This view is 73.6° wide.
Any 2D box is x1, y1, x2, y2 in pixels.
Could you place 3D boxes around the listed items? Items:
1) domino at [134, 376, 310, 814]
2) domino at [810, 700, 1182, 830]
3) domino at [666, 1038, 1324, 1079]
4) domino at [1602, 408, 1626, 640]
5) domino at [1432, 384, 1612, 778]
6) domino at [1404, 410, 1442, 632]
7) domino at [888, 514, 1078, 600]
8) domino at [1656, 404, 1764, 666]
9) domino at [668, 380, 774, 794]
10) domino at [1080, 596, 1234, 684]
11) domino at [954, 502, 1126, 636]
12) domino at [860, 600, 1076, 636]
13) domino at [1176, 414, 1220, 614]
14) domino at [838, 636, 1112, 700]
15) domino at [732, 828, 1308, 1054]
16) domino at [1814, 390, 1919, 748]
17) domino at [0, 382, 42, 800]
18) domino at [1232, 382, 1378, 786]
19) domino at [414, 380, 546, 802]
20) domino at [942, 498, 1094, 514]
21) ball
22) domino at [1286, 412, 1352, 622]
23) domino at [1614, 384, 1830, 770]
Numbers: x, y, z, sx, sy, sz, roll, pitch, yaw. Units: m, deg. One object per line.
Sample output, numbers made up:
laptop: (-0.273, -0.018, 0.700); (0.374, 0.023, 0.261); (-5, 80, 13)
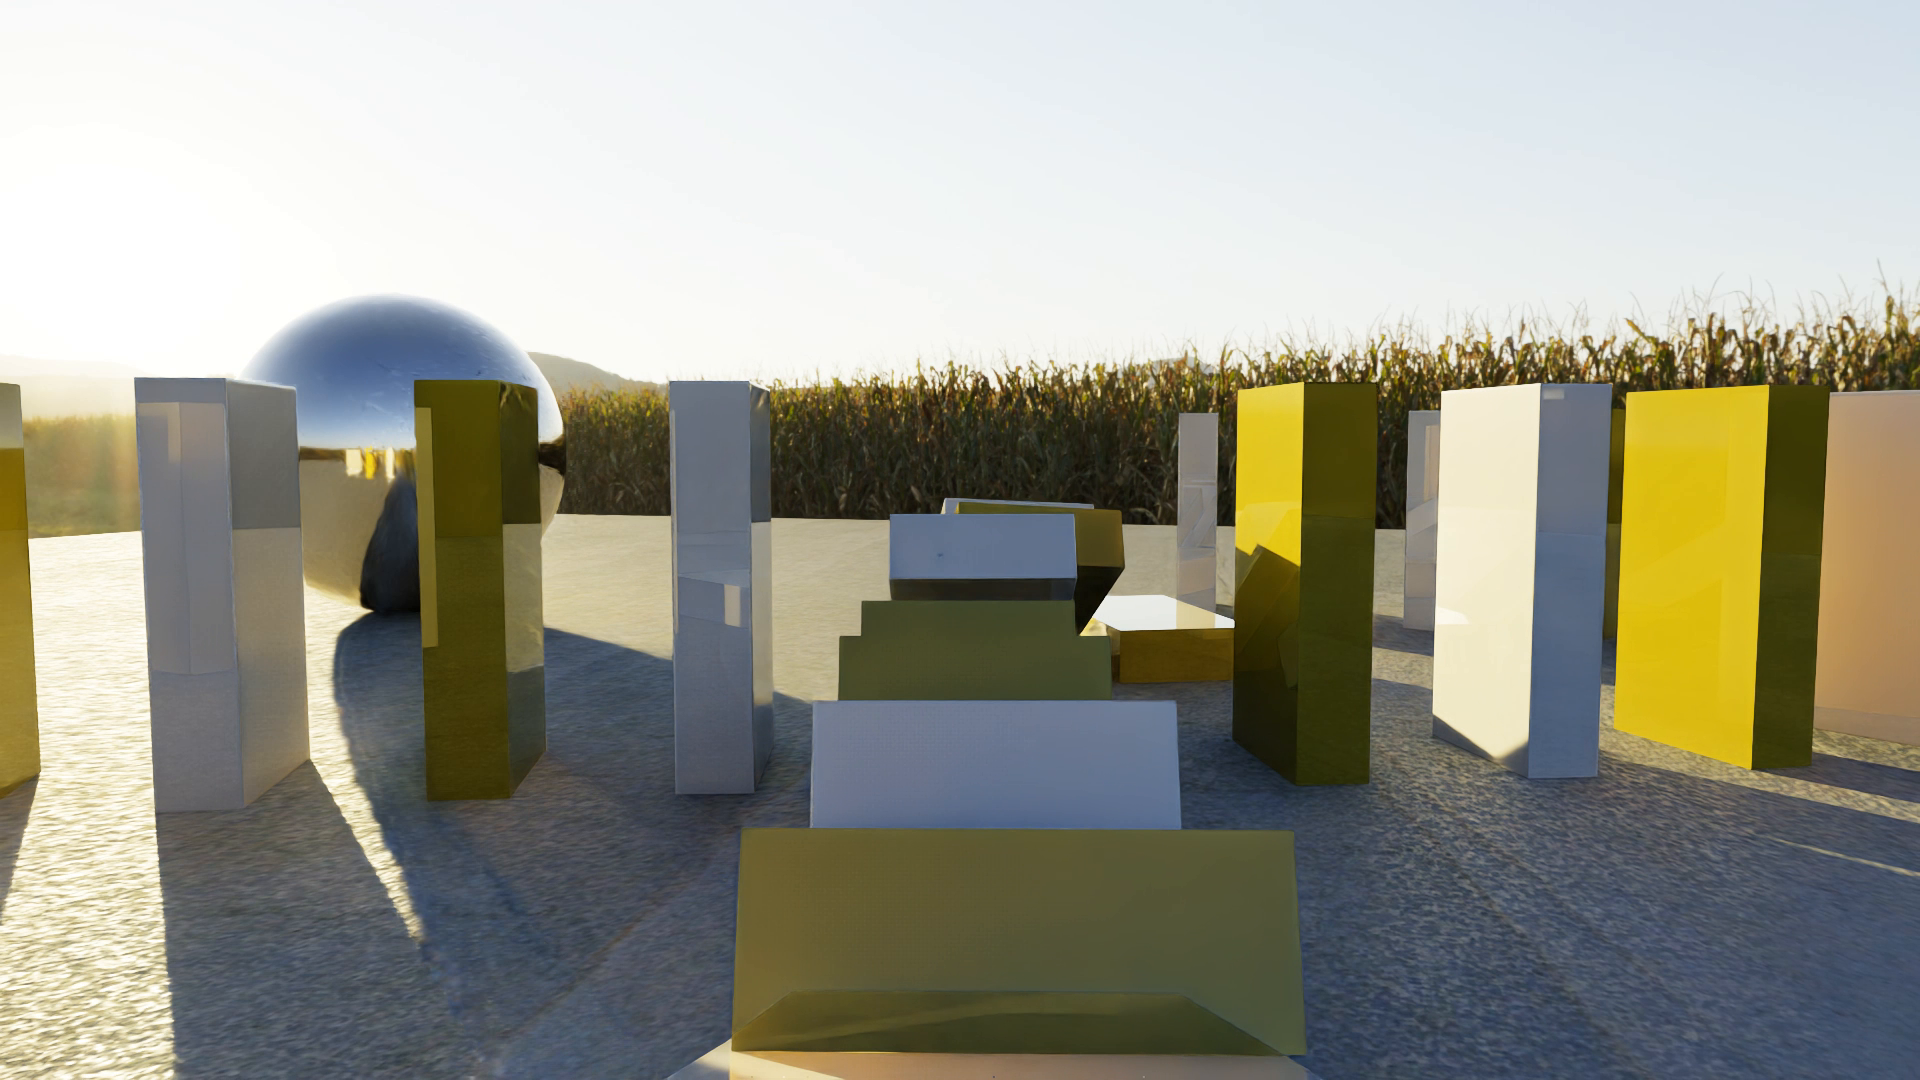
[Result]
domino: (-0.091, 0.006, 0.159); (0.009, 0.050, 0.025); (-1, 4, -11)
domino: (0.002, 0.022, 0.111); (0.025, 0.009, 0.050); (0, -14, 0)
domino: (0.002, 0.026, 0.051); (0.025, 0.009, 0.050); (0, -15, 1)
domino: (0.136, -0.003, 0.280); (0.025, 0.050, 0.010); (-4, 6, -39)
domino: (0.075, 0.004, 0.174); (0.009, 0.050, 0.025); (-1, 4, -7)
domino: (0.114, -0.005, 0.301); (0.010, 0.050, 0.025); (4, 6, 40)
domino: (0.003, 0.011, 0.195); (0.025, 0.009, 0.050); (0, -25, -1)
domino: (0.152, -0.002, 0.254); (0.025, 0.050, 0.010); (-2, 5, -25)
domino: (-0.030, 0.005, 0.167); (0.010, 0.050, 0.025); (0, 4, -3)
domino: (0.036, 0.019, 0.254); (0.025, 0.010, 0.050); (-1, 4, -10)
domino: (0.008, 0.010, 0.214); (0.025, 0.009, 0.050); (3, -25, -8)
domino: (0.001, 0.017, 0.174); (0.025, 0.010, 0.050); (0, -13, -1)
domino: (0.061, -0.007, 0.329); (0.010, 0.050, 0.025); (1, 4, 12)
domino: (0.001, 0.020, 0.141); (0.025, 0.010, 0.050); (0, -14, 0)
domino: (0.003, 0.024, 0.081); (0.025, 0.009, 0.050); (0, -15, 1)
domino: (0.133, 0.003, 0.190); (0.010, 0.050, 0.025); (-3, 5, -31)
domino: (-0.120, 0.006, 0.152); (0.009, 0.050, 0.025); (-2, 5, -19)
domino: (0.045, 0.005, 0.171); (0.010, 0.050, 0.025); (0, 4, -6)
domino: (-0.061, 0.005, 0.164); (0.010, 0.050, 0.025); (-1, 4, -8)
domino: (0.007, 0.008, 0.234); (0.025, 0.009, 0.050); (2, -25, -7)
ball: (-0.141, -0.022, 0.323); (0.080, 0.080, 0.080); (0, 4, 0)
domino: (0.089, -0.006, 0.318); (0.010, 0.050, 0.025); (2, 5, 29)
domino: (0.105, 0.004, 0.179); (0.010, 0.050, 0.025); (-1, 4, -13)
